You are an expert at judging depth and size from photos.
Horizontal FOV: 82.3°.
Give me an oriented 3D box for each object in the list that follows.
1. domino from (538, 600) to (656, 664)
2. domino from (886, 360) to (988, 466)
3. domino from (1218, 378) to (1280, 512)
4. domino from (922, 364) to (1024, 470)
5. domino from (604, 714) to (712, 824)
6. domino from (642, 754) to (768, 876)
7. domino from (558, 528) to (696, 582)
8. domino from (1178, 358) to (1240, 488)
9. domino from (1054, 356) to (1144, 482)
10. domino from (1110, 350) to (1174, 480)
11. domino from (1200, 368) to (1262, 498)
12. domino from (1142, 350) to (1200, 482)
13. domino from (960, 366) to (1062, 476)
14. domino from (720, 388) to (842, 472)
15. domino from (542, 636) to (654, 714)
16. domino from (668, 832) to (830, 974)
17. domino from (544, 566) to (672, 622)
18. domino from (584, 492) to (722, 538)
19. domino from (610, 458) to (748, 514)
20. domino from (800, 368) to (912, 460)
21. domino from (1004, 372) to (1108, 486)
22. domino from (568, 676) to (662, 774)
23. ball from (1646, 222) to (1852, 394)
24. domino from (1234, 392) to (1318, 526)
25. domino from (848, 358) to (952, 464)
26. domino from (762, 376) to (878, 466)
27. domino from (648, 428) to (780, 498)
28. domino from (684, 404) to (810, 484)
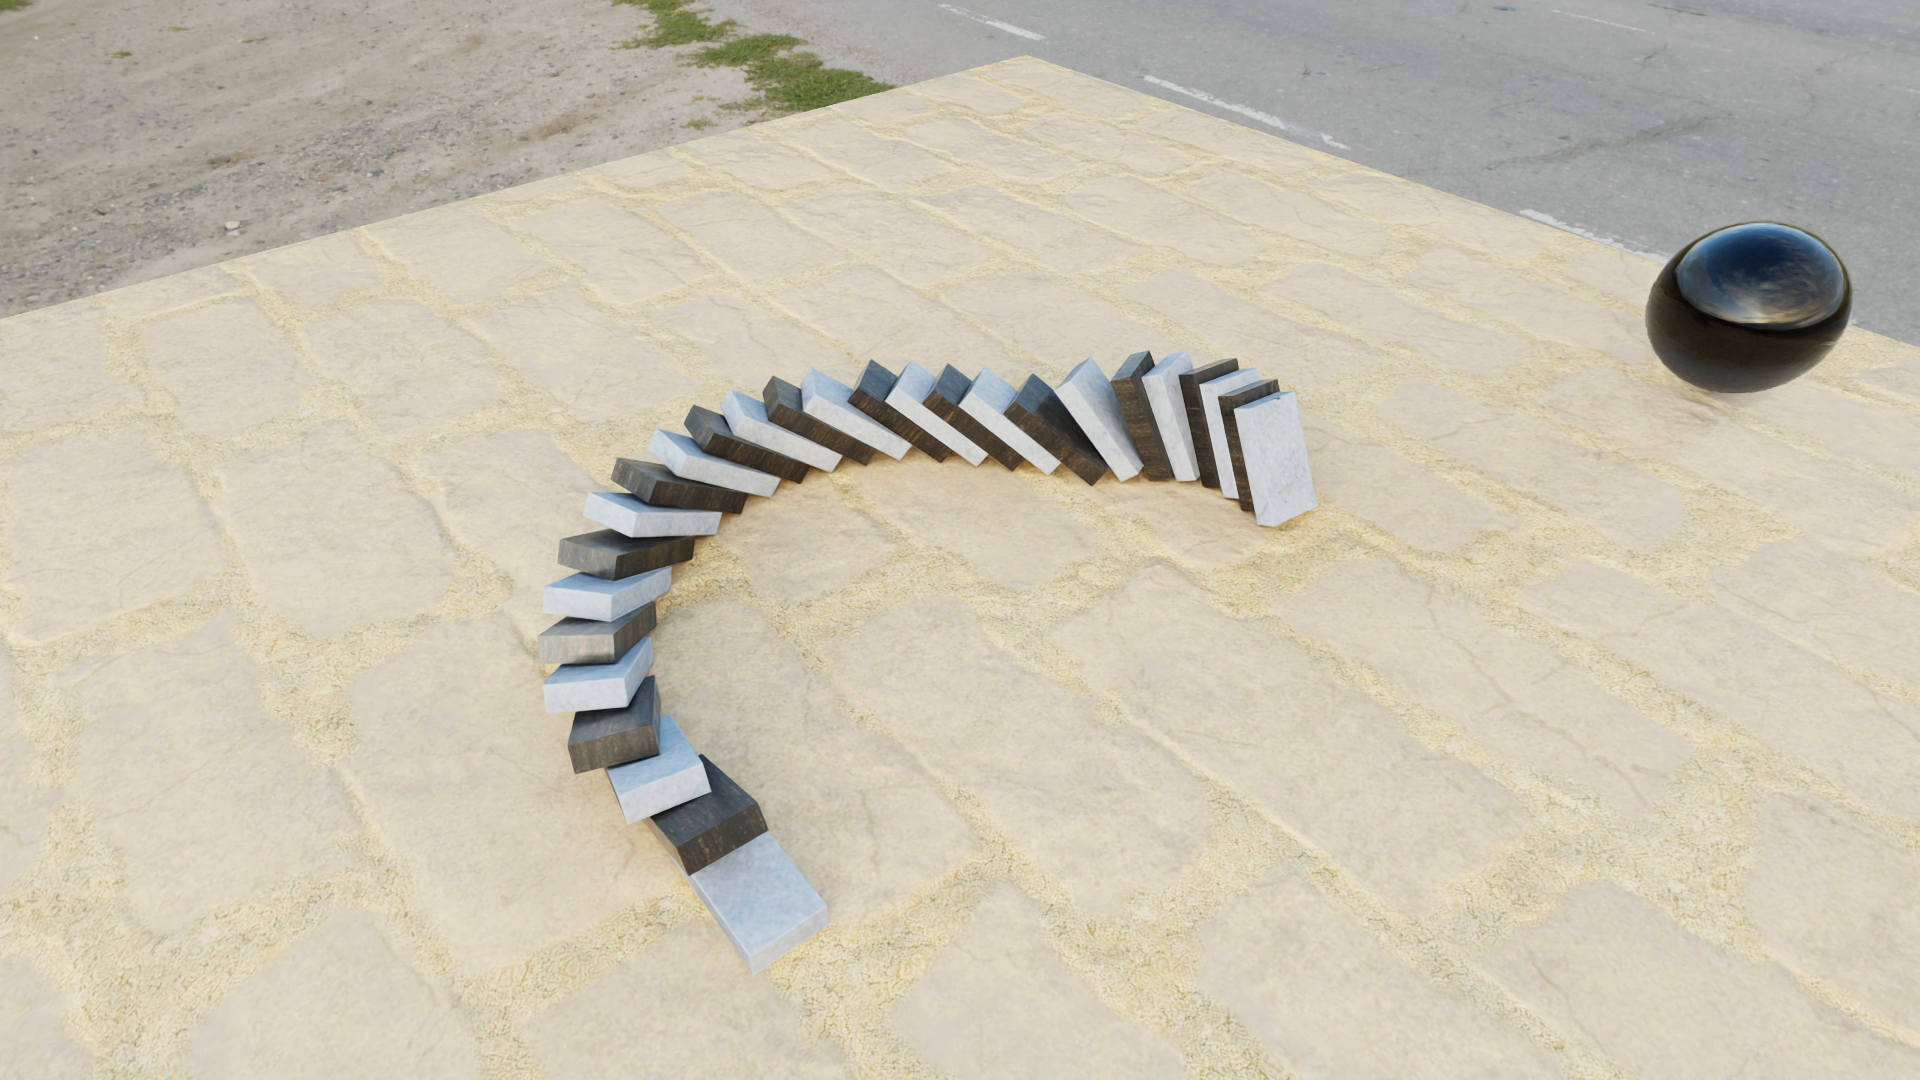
[{"bbox_3d":[-0.126,0.032,0.386,0.025,0.010,0.050,-1,10,0],"label":"domino"},{"bbox_3d":[-0.007,-0.057,0.492,0.050,0.010,0.025,35,39,-12],"label":"domino"},{"bbox_3d":[0.126,-0.040,0.461,0.025,0.050,0.009,-22,15,-24],"label":"domino"},{"bbox_3d":[0.009,-0.055,0.489,0.050,0.010,0.025,36,38,-11],"label":"domino"},{"bbox_3d":[-0.096,0.070,0.341,0.025,0.010,0.050,-19,16,-22],"label":"domino"},{"bbox_3d":[-0.079,0.080,0.327,0.025,0.010,0.050,-26,19,-26],"label":"domino"},{"bbox_3d":[-0.127,0.004,0.421,0.025,0.010,0.050,15,13,17],"label":"domino"},{"bbox_3d":[0.112,-0.051,0.475,0.025,0.050,0.010,-22,15,-24],"label":"domino"},{"bbox_3d":[0.064,-0.053,0.481,0.010,0.050,0.025,-28,16,42],"label":"domino"},{"bbox_3d":[0.082,-0.054,0.478,0.010,0.050,0.025,-7,30,36],"label":"domino"},{"bbox_3d":[0.120,-0.046,0.468,0.025,0.050,0.009,-22,15,-24],"label":"domino"},{"bbox_3d":[0.097,-0.054,0.478,0.010,0.050,0.025,-2,29,44],"label":"domino"},{"bbox_3d":[0.025,-0.053,0.486,0.050,0.010,0.025,37,38,-9],"label":"domino"},{"bbox_3d":[-0.078,-0.047,0.478,0.050,0.009,0.025,21,22,-38],"label":"domino"},{"bbox_3d":[-0.121,0.045,0.371,0.025,0.010,0.050,-4,11,-5],"label":"domino"},{"bbox_3d":[-0.063,0.099,0.322,0.025,0.010,0.050,-27,47,-29],"label":"domino"},{"bbox_3d":[-0.128,0.018,0.403,0.025,0.009,0.050,6,11,8],"label":"domino"},{"bbox_3d":[-0.121,-0.010,0.435,0.025,0.010,0.050,21,10,24],"label":"domino"},{"bbox_3d":[-0.114,-0.022,0.448,0.025,0.010,0.050,27,11,31],"label":"domino"},{"bbox_3d":[-0.046,-0.056,0.489,0.050,0.009,0.025,26,27,-27],"label":"domino"},{"bbox_3d":[0.045,-0.049,0.482,0.050,0.009,0.025,38,43,-7],"label":"domino"},{"bbox_3d":[-0.110,0.058,0.354,0.025,0.009,0.050,-12,14,-12],"label":"domino"},{"bbox_3d":[0.372,-0.110,0.522,0.080,0.080,0.080,0,39,0],"label":"ball"},{"bbox_3d":[0.131,-0.034,0.454,0.025,0.050,0.010,-22,15,-24],"label":"domino"},{"bbox_3d":[-0.024,-0.058,0.493,0.050,0.010,0.025,32,38,-14],"label":"domino"},{"bbox_3d":[-0.062,-0.052,0.485,0.050,0.010,0.025,24,26,-31],"label":"domino"},{"bbox_3d":[-0.102,-0.032,0.460,0.025,0.010,0.050,37,15,36],"label":"domino"},{"bbox_3d":[-0.091,-0.041,0.471,0.050,0.009,0.025,18,21,-44],"label":"domino"}]
